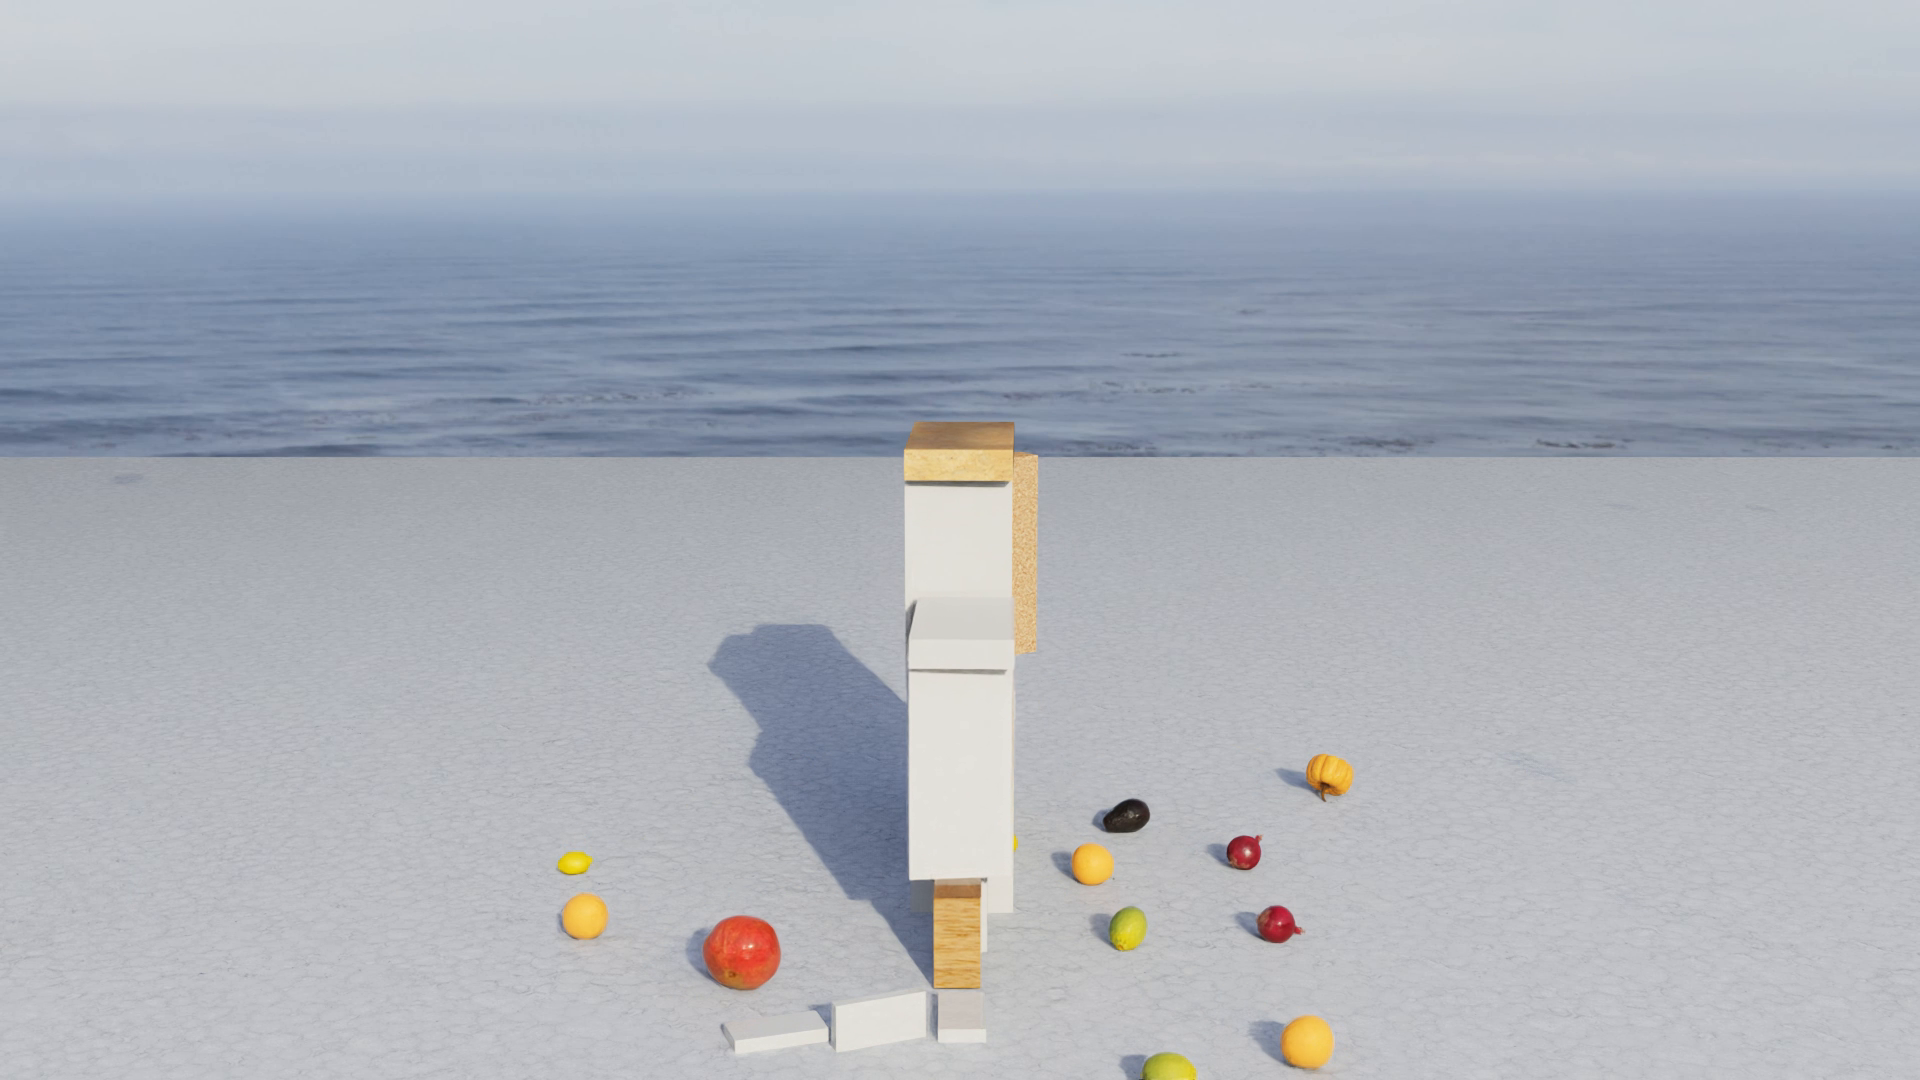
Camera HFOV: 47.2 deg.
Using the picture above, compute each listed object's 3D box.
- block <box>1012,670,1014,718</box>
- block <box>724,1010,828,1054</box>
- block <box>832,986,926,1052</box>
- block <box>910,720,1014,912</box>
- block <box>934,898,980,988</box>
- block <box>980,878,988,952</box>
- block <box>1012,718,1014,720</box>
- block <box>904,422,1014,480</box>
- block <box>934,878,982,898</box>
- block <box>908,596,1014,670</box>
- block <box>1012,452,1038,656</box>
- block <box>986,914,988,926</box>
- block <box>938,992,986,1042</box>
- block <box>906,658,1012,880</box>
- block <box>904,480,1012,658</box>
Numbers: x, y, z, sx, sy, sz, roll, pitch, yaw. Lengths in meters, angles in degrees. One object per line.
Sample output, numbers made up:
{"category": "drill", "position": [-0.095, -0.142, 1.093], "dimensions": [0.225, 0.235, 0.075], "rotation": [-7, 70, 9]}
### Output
{"category": "block", "position": [0.005, 0.292, 3.441], "dimensions": [0.152, 0.304, 0.043], "rotation": [0, 10, -3]}
{"category": "block", "position": [-0.257, 0.689, 3.082], "dimensions": [0.134, 0.019, 0.067], "rotation": [-4, 11, -19]}
{"category": "block", "position": [-0.113, 0.668, 3.065], "dimensions": [0.134, 0.067, 0.019], "rotation": [-5, 11, -23]}
{"category": "block", "position": [0.003, 0.439, 3.572], "dimensions": [0.167, 0.333, 0.047], "rotation": [0, 11, 0]}
{"category": "block", "position": [-0.004, 0.594, 3.265], "dimensions": [0.069, 0.139, 0.020], "rotation": [0, 2, -1]}
{"category": "block", "position": [0.001, 0.558, 3.401], "dimensions": [0.080, 0.160, 0.023], "rotation": [-1, 11, -4]}
{"category": "block", "position": [0.004, 0.232, 3.646], "dimensions": [0.166, 0.047, 0.333], "rotation": [0, 11, 0]}
{"category": "block", "position": [0.003, -0.147, 3.574], "dimensions": [0.169, 0.048, 0.338], "rotation": [0, 11, 2]}
{"category": "block", "position": [-0.004, 0.505, 3.307], "dimensions": [0.069, 0.020, 0.139], "rotation": [0, 11, -1]}
{"category": "block", "position": [0.006, 0.138, 3.313], "dimensions": [0.152, 0.043, 0.304], "rotation": [0, 10, 1]}
{"category": "block", "position": [0.048, 0.029, 3.683], "dimensions": [0.169, 0.337, 0.048], "rotation": [-8, 13, -36]}
{"category": "block", "position": [0.003, 0.539, 3.504], "dimensions": [0.080, 0.160, 0.023], "rotation": [1, 10, 6]}
{"category": "block", "position": [0.002, 0.680, 3.134], "dimensions": [0.067, 0.019, 0.134], "rotation": [0, 11, 0]}
{"category": "block", "position": [-0.001, 0.337, 3.258], "dimensions": [0.152, 0.329, 0.043], "rotation": [-1, 11, -7]}
{"category": "block", "position": [-0.003, 0.063, 3.503], "dimensions": [0.169, 0.337, 0.048], "rotation": [0, 11, -1]}
